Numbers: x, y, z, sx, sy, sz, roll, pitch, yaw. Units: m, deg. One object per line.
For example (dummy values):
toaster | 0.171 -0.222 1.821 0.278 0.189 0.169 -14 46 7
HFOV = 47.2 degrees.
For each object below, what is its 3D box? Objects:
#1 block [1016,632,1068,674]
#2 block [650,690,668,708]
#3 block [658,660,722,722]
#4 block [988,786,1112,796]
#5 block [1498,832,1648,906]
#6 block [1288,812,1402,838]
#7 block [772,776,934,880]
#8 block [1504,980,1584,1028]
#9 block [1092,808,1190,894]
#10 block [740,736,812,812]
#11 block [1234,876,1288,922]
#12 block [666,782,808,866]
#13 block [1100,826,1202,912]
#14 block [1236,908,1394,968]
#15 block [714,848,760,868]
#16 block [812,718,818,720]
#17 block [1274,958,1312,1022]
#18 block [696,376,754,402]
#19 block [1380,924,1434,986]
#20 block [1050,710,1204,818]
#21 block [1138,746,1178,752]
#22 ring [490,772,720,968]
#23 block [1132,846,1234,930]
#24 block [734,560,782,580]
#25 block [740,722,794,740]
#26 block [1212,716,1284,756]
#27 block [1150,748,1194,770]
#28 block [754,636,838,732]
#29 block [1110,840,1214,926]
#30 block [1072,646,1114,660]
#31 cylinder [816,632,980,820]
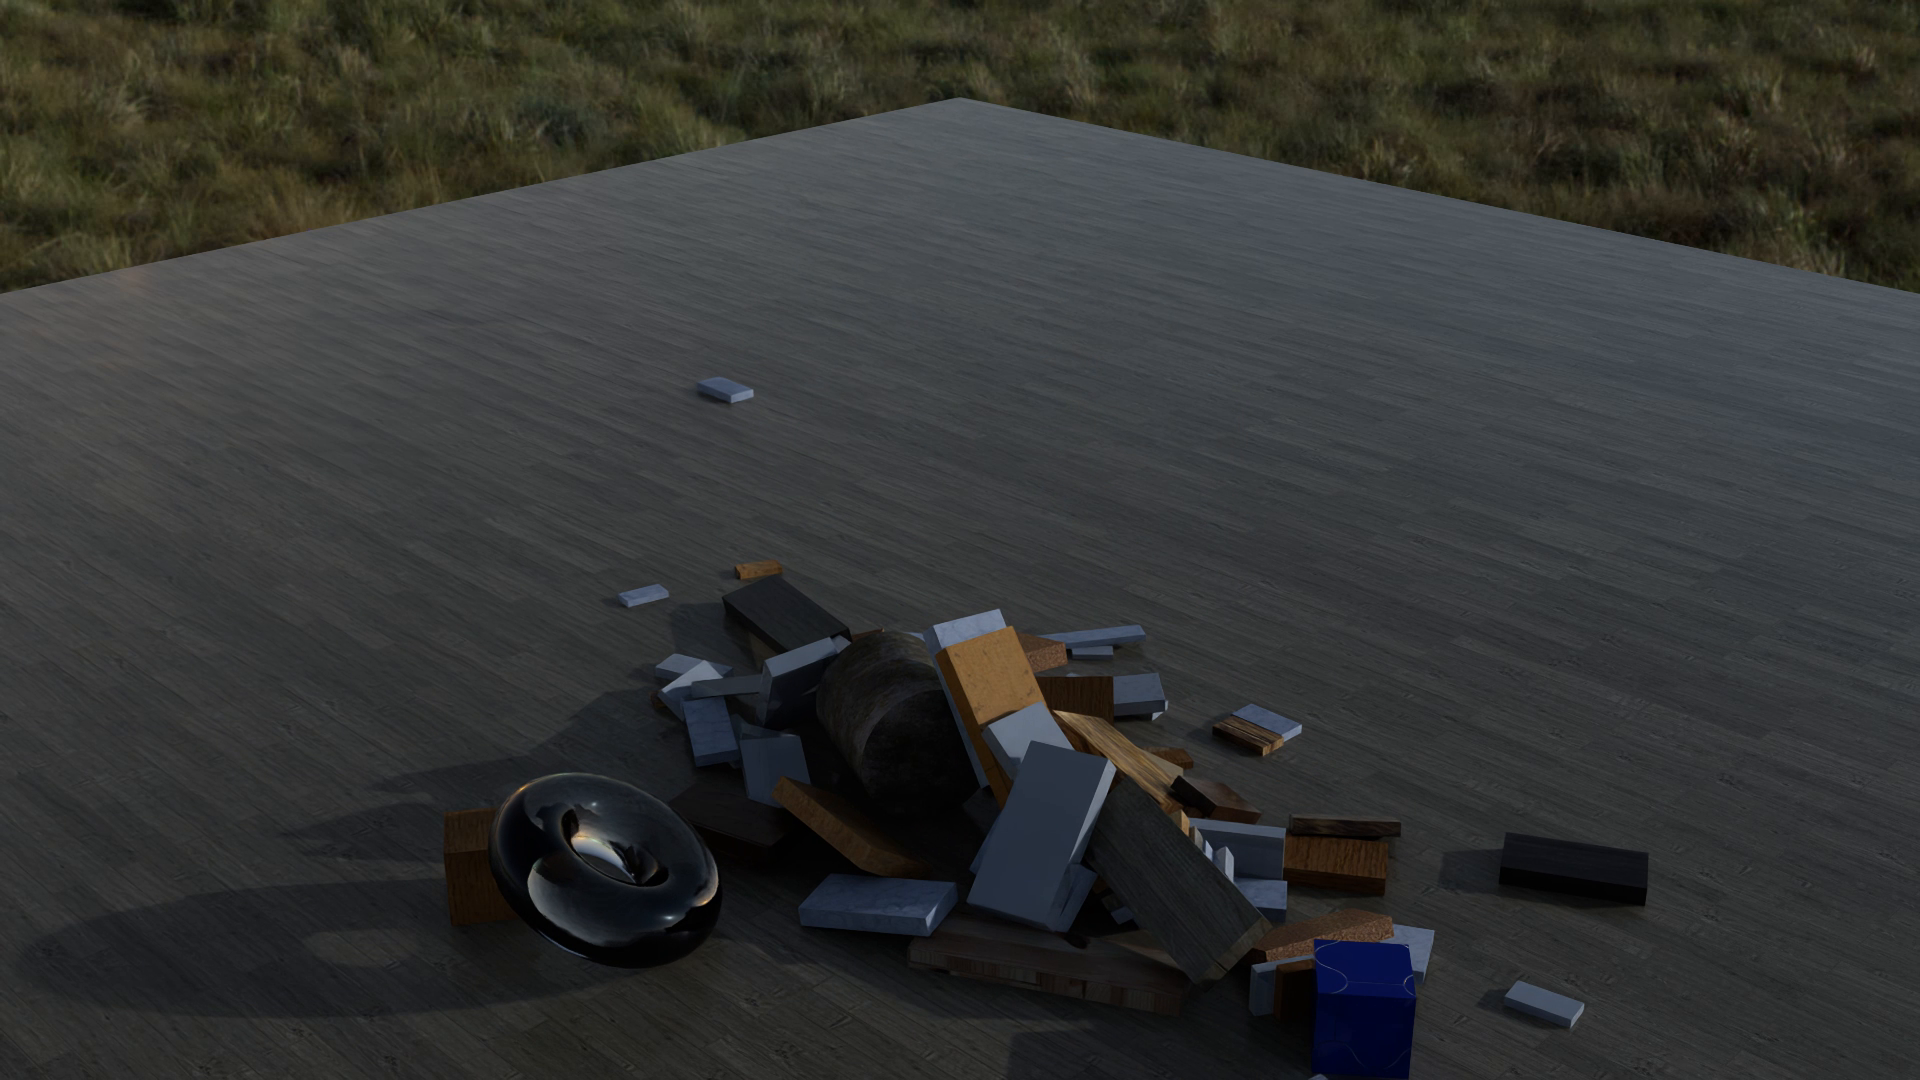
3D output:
block | 0.080 0.253 4.926 0.169 0.048 0.338 -13 10 -27
block | -0.633 0.349 4.917 0.112 0.016 0.056 -9 24 -19
block | -0.591 0.334 4.884 0.081 0.023 0.161 44 38 8
block | 0.209 0.514 4.332 0.169 0.048 0.338 -17 33 -29
block | 1.180 0.631 4.226 0.269 0.038 0.135 7 24 16
block | 0.759 0.563 4.344 0.208 0.029 0.104 2 -1 4
block | -0.211 0.564 4.263 0.166 0.047 0.331 26 3 -41
block | 1.018 0.809 3.833 0.121 0.017 0.061 15 27 32
block | 0.334 0.581 4.104 0.202 0.029 0.101 -30 15 15
block | -0.377 0.492 4.521 0.128 0.036 0.256 -3 29 -11
block | 0.510 0.667 4.108 0.198 0.028 0.099 4 23 8
block | -0.450 0.557 4.331 0.273 0.039 0.136 13 26 28
block | 0.356 0.609 4.081 0.202 0.029 0.101 -30 15 16
block | 0.632 0.718 3.957 0.265 0.037 0.132 -10 2 -23
block | -0.443 0.586 4.346 0.183 0.026 0.091 21 30 40
block | -0.345 0.346 4.910 0.095 0.027 0.191 -4 23 -9
block | 0.643 0.771 3.817 0.198 0.099 0.028 -7 24 -16
block | -0.730 -0.468 6.832 0.086 0.024 0.173 -20 30 -39
block | 0.797 0.742 3.949 0.089 0.025 0.178 7 16 16
block | 0.327 0.454 4.368 0.165 0.047 0.330 14 20 -48
block | 0.411 0.486 4.582 0.091 0.026 0.182 1 23 3
ring | -0.642 0.596 4.001 0.448 0.149 0.448 26 23 -12
block | 0.413 0.644 4.073 0.198 0.028 0.099 -29 15 18
block | -0.510 0.074 5.568 0.110 0.016 0.055 -8 24 -19
block | -0.404 0.423 4.680 0.130 0.018 0.065 15 13 -12
block | 0.621 0.421 4.742 0.070 0.020 0.139 -21 31 -40
block | 0.421 0.462 4.584 0.117 0.017 0.059 -6 24 -14
block | -0.349 0.314 4.661 0.148 0.295 0.042 -19 65 -20
block | 0.375 0.634 4.073 0.202 0.029 0.101 -29 15 17
block | 0.308 0.263 5.125 0.094 0.013 0.047 1 23 2
cylinder | -0.113 0.376 4.505 0.289 0.289 0.289 -9 25 -20
